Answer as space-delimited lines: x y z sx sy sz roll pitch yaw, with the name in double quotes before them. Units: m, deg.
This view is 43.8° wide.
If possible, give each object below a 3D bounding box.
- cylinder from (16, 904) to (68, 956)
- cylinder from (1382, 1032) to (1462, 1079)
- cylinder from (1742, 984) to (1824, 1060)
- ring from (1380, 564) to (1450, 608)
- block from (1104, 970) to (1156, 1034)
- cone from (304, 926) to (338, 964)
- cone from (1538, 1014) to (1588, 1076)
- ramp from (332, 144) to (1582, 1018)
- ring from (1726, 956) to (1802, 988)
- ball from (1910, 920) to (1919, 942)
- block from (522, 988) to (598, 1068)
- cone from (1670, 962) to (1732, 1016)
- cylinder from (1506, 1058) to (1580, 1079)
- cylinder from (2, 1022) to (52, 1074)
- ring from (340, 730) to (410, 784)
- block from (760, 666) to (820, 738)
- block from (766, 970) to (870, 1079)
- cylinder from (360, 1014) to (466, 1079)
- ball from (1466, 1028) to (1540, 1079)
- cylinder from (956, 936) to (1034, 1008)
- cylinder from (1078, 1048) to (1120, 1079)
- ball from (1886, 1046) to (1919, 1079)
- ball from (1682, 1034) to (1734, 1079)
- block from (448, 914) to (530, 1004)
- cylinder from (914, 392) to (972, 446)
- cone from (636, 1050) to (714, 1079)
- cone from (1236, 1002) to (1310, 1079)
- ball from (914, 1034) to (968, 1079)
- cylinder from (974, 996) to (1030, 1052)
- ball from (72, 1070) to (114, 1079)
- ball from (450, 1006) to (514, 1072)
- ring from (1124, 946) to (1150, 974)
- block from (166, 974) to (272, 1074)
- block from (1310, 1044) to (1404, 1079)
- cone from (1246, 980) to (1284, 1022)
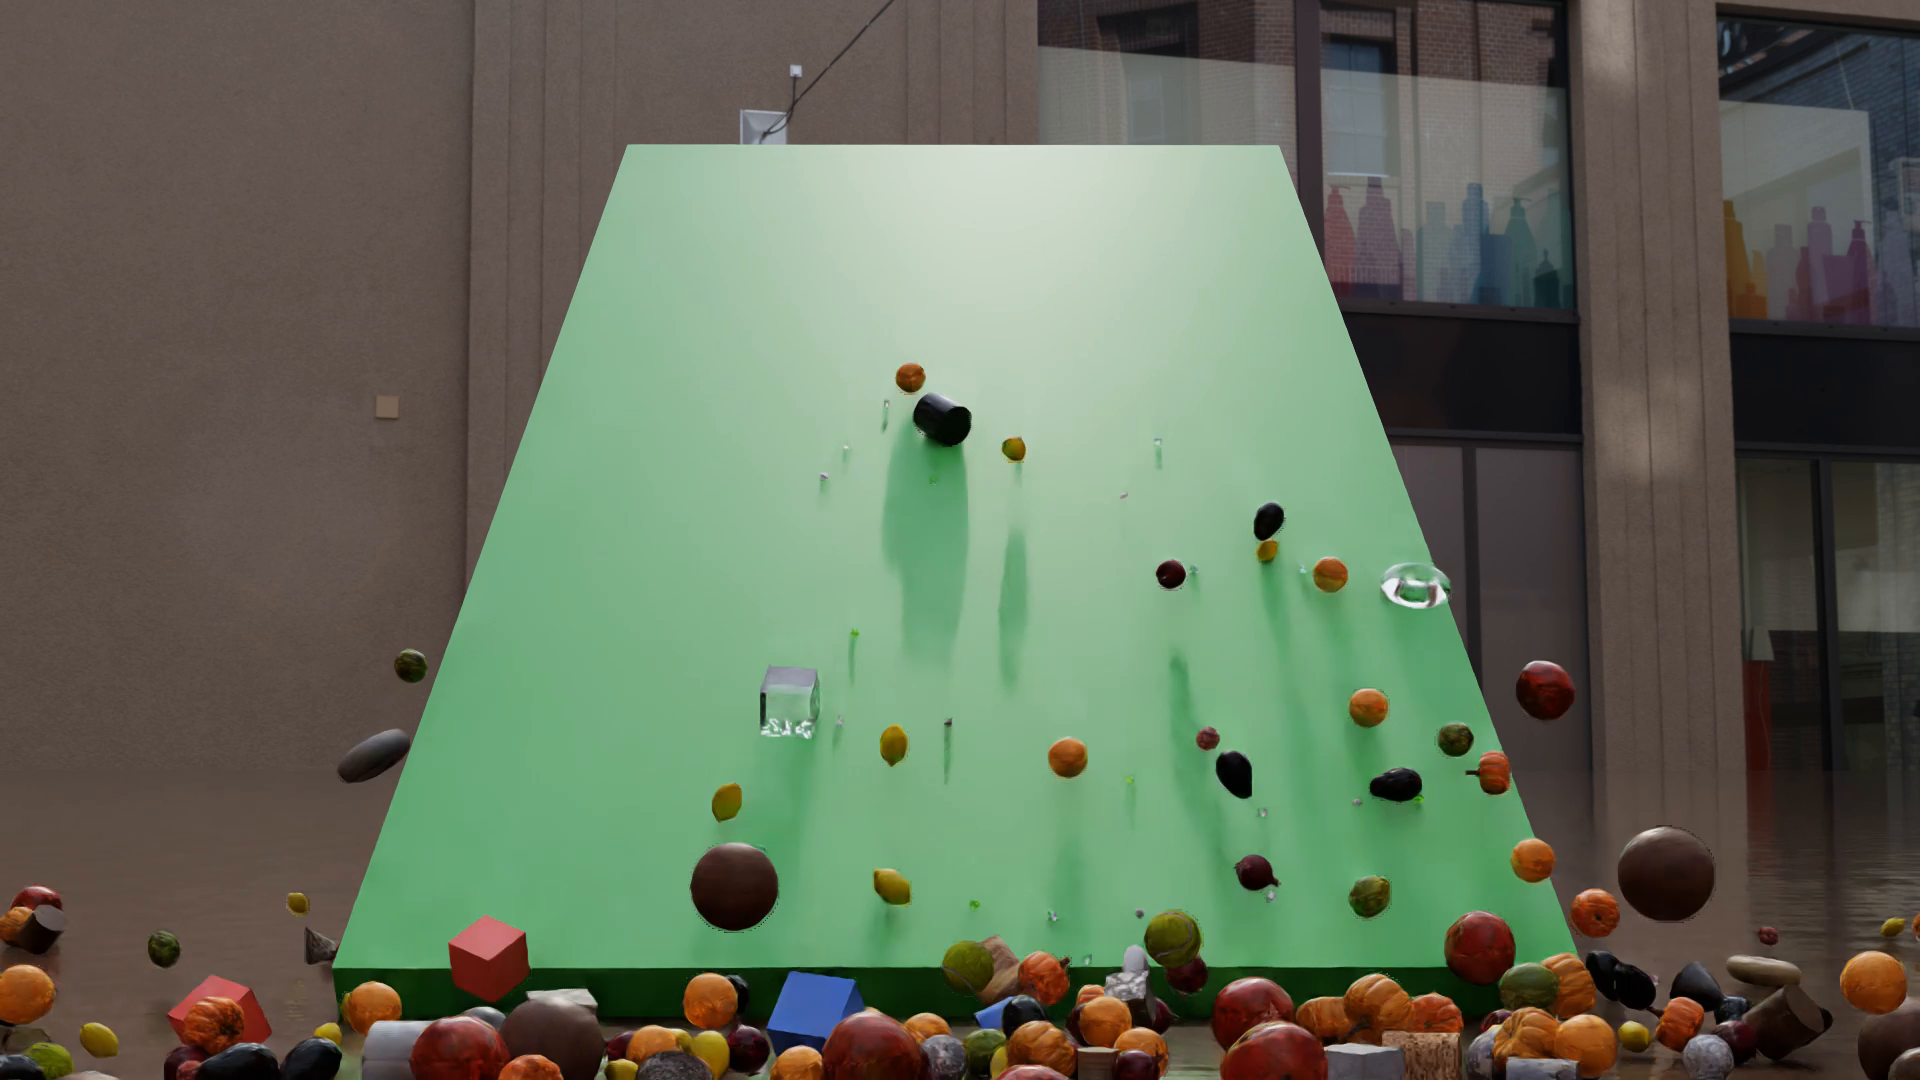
"cylinder" -1.864 0.792 4.856 0.073 0.073 0.073 -49 -26 18
"cylinder" 0.548 0.630 2.839 0.089 0.089 0.089 -1 -5 14
"cylinder" 1.133 0.664 3.291 0.076 0.076 0.076 5 -42 -44
"ring" 0.929 0.093 4.875 0.143 0.048 0.143 1 27 0
"block" 0.243 0.659 3.412 0.060 0.060 0.060 -9 29 14
"cone" -1.040 0.644 3.850 0.055 0.055 0.055 -15 26 8
"cone" 0.790 0.666 3.161 0.078 0.078 0.078 0 -5 0
"ramp" -0.012 -0.221 5.606 2.000 0.100 4.000 0 28 0
"ring" 1.481 0.795 4.404 0.134 0.045 0.134 8 -3 0
"ball" 2.190 0.888 5.427 0.058 0.058 0.058 0 -5 0
"block" -0.546 0.666 3.263 0.084 0.084 0.084 2 4 -20
"cone" 1.160 0.706 3.687 0.086 0.086 0.086 3 5 -26
"cylinder" 0.658 0.623 2.694 0.076 0.076 0.076 -2 -6 20
"cylinder" -1.239 0.674 3.173 0.060 0.060 0.060 3 -5 -25
"ring" -1.113 0.412 4.548 0.146 0.049 0.146 -33 -9 -6
"block" -0.315 0.300 4.432 0.094 0.094 0.094 3 28 6
"block" -0.182 0.623 3.070 0.091 0.091 0.091 4 -45 19
"cylinder" -0.670 0.637 2.931 0.092 0.092 0.092 10 -2 20
"ball" 0.656 0.635 2.887 0.089 0.089 0.089 0 -5 0
"cylinder" 0.053 0.651 3.579 0.083 0.083 0.083 -34 -26 -19
"cylinder" 0.173 0.662 2.980 0.052 0.052 0.052 0 -5 0
"ball" 1.103 0.622 2.728 0.086 0.086 0.086 0 -5 0
"ball" 0.959 0.664 3.062 0.063 0.063 0.063 0 -5 0
"block" -0.742 0.661 3.770 0.085 0.085 0.085 17 33 28
"cylinder" -0.039 -0.279 5.506 0.097 0.097 0.097 5 19 -42
"cone" -0.327 0.640 2.686 0.093 0.093 0.093 0 21 3
"cone" 0.408 0.652 3.123 0.099 0.099 0.099 0 -5 0
"ball" -0.023 0.658 3.017 0.067 0.067 0.067 0 -5 0
"cylinder" 0.058 0.680 3.357 0.059 0.059 0.059 -24 -2 -8
"ball" -0.989 0.634 2.721 0.060 0.060 0.060 0 -5 0
"ball" -0.632 0.660 3.158 0.086 0.086 0.086 0 -5 0
"ring" 0.267 0.658 3.607 0.031 0.093 0.093 -6 -6 12
"block" -0.975 0.637 3.150 0.080 0.080 0.080 9 39 34
"block" 0.462 0.631 2.784 0.077 0.077 0.077 5 -7 -42
"cone" 0.477 0.703 3.695 0.062 0.062 0.062 12 -40 10
